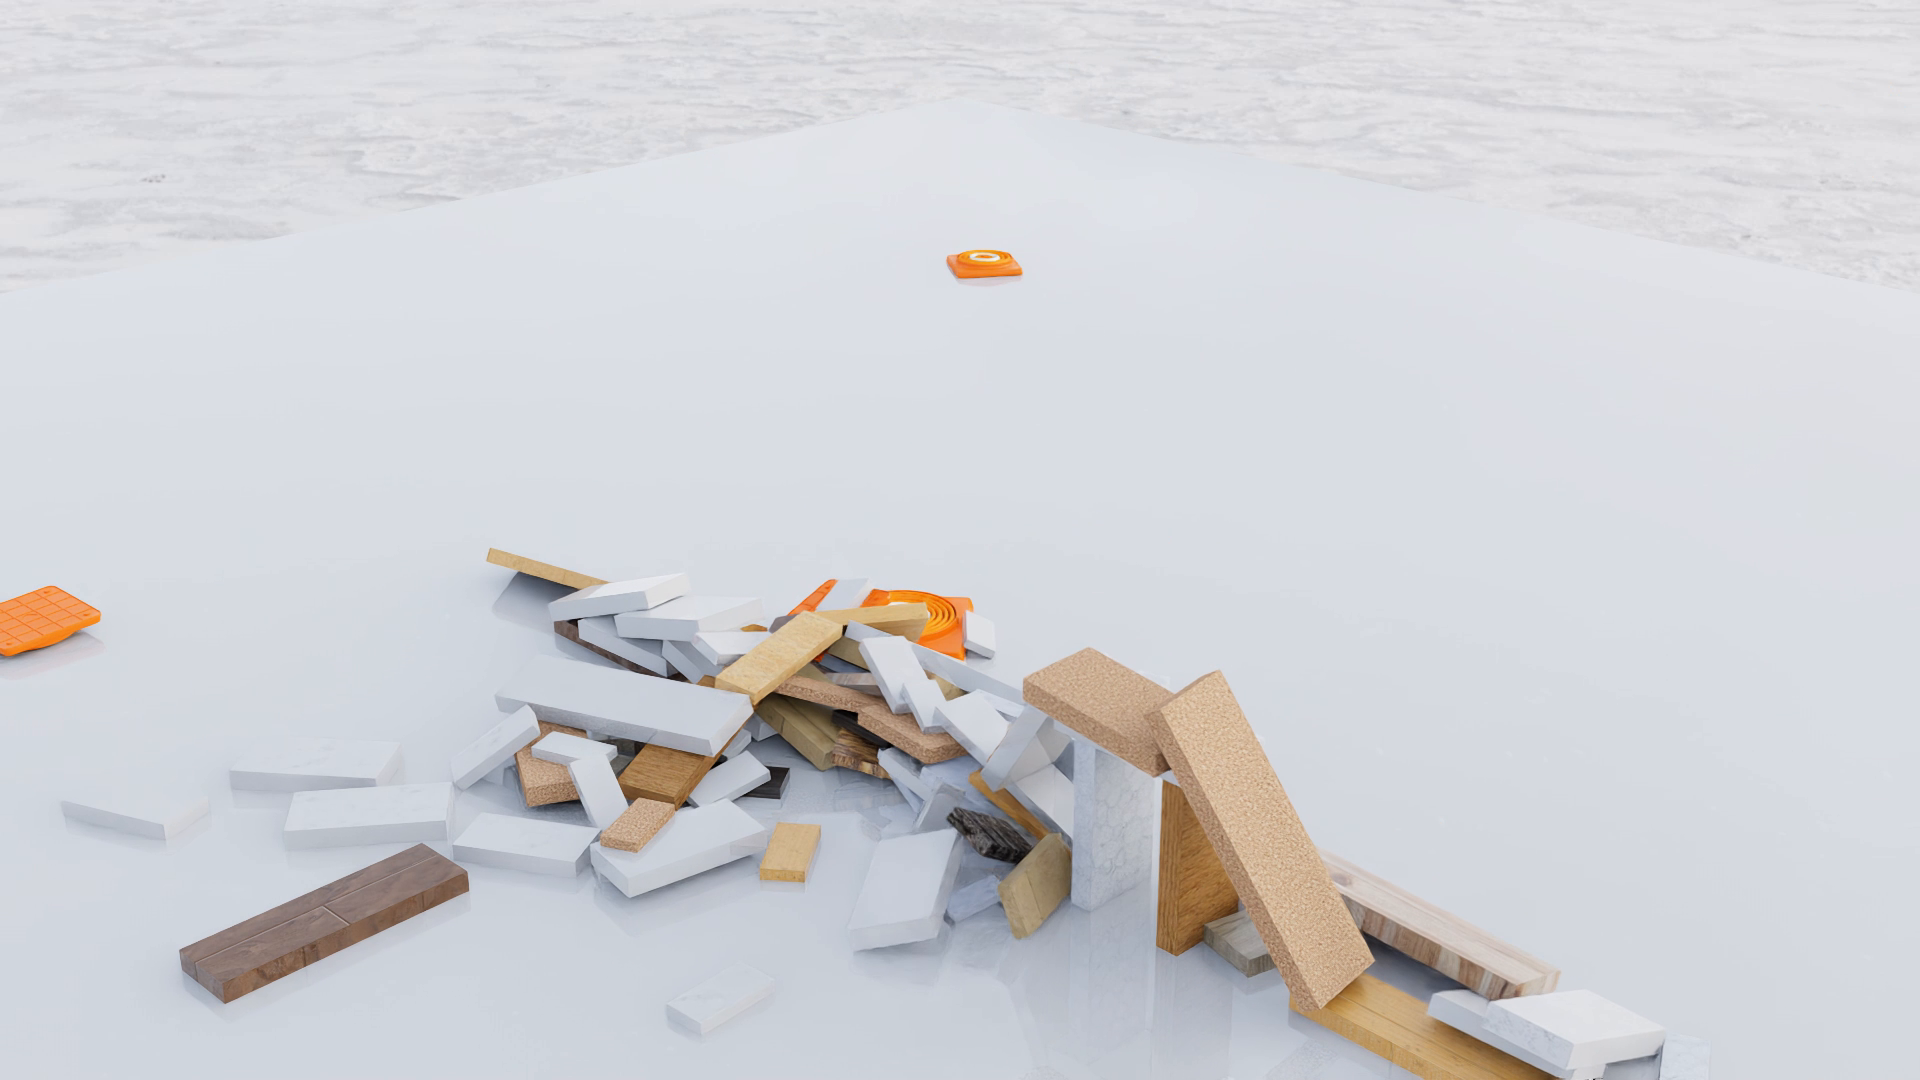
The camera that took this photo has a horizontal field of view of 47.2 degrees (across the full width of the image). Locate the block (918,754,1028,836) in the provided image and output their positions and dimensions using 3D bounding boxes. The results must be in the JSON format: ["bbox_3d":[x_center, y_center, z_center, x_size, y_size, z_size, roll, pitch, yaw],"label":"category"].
[{"bbox_3d":[0.045,0.511,4.407,0.236,0.033,0.118,33,32,25],"label":"block"}]

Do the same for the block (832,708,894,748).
[{"bbox_3d":[-0.175,0.391,4.615,0.092,0.026,0.184,-6,18,-42],"label":"block"}]

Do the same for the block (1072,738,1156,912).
[{"bbox_3d":[0.289,0.506,4.122,0.175,0.349,0.049,-21,31,-40],"label":"block"}]

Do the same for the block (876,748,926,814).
[{"bbox_3d":[-0.087,0.487,4.512,0.092,0.026,0.184,-7,37,-30],"label":"block"}]

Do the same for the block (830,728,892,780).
[{"bbox_3d":[-0.170,0.452,4.585,0.184,0.026,0.092,15,32,2],"label":"block"}]

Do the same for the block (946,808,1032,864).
[{"bbox_3d":[0.065,0.568,4.195,0.106,0.030,0.212,43,8,30],"label":"block"}]

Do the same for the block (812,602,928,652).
[{"bbox_3d":[-0.219,0.198,4.959,0.274,0.137,0.039,-4,64,-15],"label":"block"}]

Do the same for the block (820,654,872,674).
[{"bbox_3d":[-0.212,0.312,4.902,0.201,0.028,0.100,20,-12,43],"label":"block"}]

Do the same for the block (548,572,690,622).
[{"bbox_3d":[-0.797,0.133,5.139,0.307,0.043,0.153,-8,10,34],"label":"block"}]

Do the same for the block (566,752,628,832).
[{"bbox_3d":[-0.721,0.509,4.410,0.078,0.022,0.157,-15,68,-32],"label":"block"}]

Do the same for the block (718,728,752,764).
[{"bbox_3d":[-0.541,0.409,4.644,0.178,0.025,0.089,20,40,22],"label":"block"}]

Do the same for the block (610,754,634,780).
[{"bbox_3d":[-0.801,0.474,4.606,0.214,0.030,0.107,9,25,20],"label":"block"}]

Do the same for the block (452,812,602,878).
[{"bbox_3d":[-0.846,0.597,4.308,0.257,0.036,0.129,6,24,13],"label":"block"}]

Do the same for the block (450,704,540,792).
[{"bbox_3d":[-0.968,0.431,4.576,0.199,0.028,0.099,-36,28,-1],"label":"block"}]

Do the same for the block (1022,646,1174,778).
[{"bbox_3d":[0.287,0.303,3.934,0.167,0.047,0.335,-23,35,-35],"label":"block"}]

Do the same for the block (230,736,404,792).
[{"bbox_3d":[-1.342,0.471,4.594,0.311,0.044,0.156,2,23,6],"label":"block"}]

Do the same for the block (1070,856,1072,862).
[{"bbox_3d":[0.236,0.609,4.265,0.056,0.016,0.112,-13,26,-29],"label":"block"}]

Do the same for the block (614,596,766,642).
[{"bbox_3d":[-0.609,0.174,4.934,0.173,0.049,0.346,-20,12,-38],"label":"block"}]

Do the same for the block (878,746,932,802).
[{"bbox_3d":[-0.039,0.490,4.464,0.236,0.033,0.118,35,33,28],"label":"block"}]

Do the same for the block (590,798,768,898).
[{"bbox_3d":[-0.542,0.592,4.250,0.303,0.043,0.152,-16,28,-33],"label":"block"}]

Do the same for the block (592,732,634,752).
[{"bbox_3d":[-0.686,0.414,4.747,0.214,0.030,0.107,-4,23,-8],"label":"block"}]

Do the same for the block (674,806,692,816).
[{"bbox_3d":[-0.598,0.577,4.371,0.166,0.024,0.083,-11,26,-25],"label":"block"}]

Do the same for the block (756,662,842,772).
[{"bbox_3d":[-0.340,0.355,4.749,0.173,0.049,0.346,-21,45,-40],"label":"block"}]

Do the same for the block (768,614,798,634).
[{"bbox_3d":[-0.413,0.238,5.076,0.093,0.026,0.186,-11,31,26],"label":"block"}]

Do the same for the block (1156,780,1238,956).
[{"bbox_3d":[0.437,0.563,3.987,0.175,0.349,0.049,-21,31,-40],"label":"block"}]

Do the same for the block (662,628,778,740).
[{"bbox_3d":[-0.485,0.303,4.869,0.173,0.049,0.346,-20,45,-40],"label":"block"}]

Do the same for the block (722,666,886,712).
[{"bbox_3d":[-0.324,0.318,4.683,0.362,0.025,0.089,13,9,10],"label":"block"}]

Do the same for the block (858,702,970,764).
[{"bbox_3d":[-0.092,0.392,4.515,0.118,0.033,0.236,-9,23,-38],"label":"block"}]

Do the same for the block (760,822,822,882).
[{"bbox_3d":[-0.330,0.609,4.294,0.088,0.025,0.175,3,23,6],"label":"block"}]

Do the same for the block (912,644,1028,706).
[{"bbox_3d":[0.059,0.327,4.762,0.339,0.048,0.170,22,-7,30],"label":"block"}]

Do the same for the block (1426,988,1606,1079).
[{"bbox_3d":[0.933,0.828,3.683,0.268,0.038,0.134,21,7,38],"label":"block"}]

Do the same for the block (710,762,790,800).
[{"bbox_3d":[-0.449,0.498,4.555,0.178,0.025,0.089,4,23,8],"label":"block"}]

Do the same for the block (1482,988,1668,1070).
[{"bbox_3d":[1.023,0.810,3.650,0.319,0.045,0.160,7,11,-46],"label":"block"}]

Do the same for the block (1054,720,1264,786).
[{"bbox_3d":[0.358,0.350,3.978,0.175,0.049,0.349,-21,31,-40],"label":"block"}]

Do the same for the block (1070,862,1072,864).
[{"bbox_3d":[0.235,0.631,4.252,0.056,0.016,0.112,-18,29,-36],"label":"block"}]

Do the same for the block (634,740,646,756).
[{"bbox_3d":[-0.586,0.406,4.692,0.214,0.030,0.107,-2,37,-6],"label":"block"}]

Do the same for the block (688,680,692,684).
[{"bbox_3d":[-0.560,0.316,4.961,0.106,0.015,0.053,0,17,40],"label":"block"}]

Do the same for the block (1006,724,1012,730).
[{"bbox_3d":[0.156,0.382,4.375,0.120,0.060,0.017,-8,54,2],"label":"block"}]
